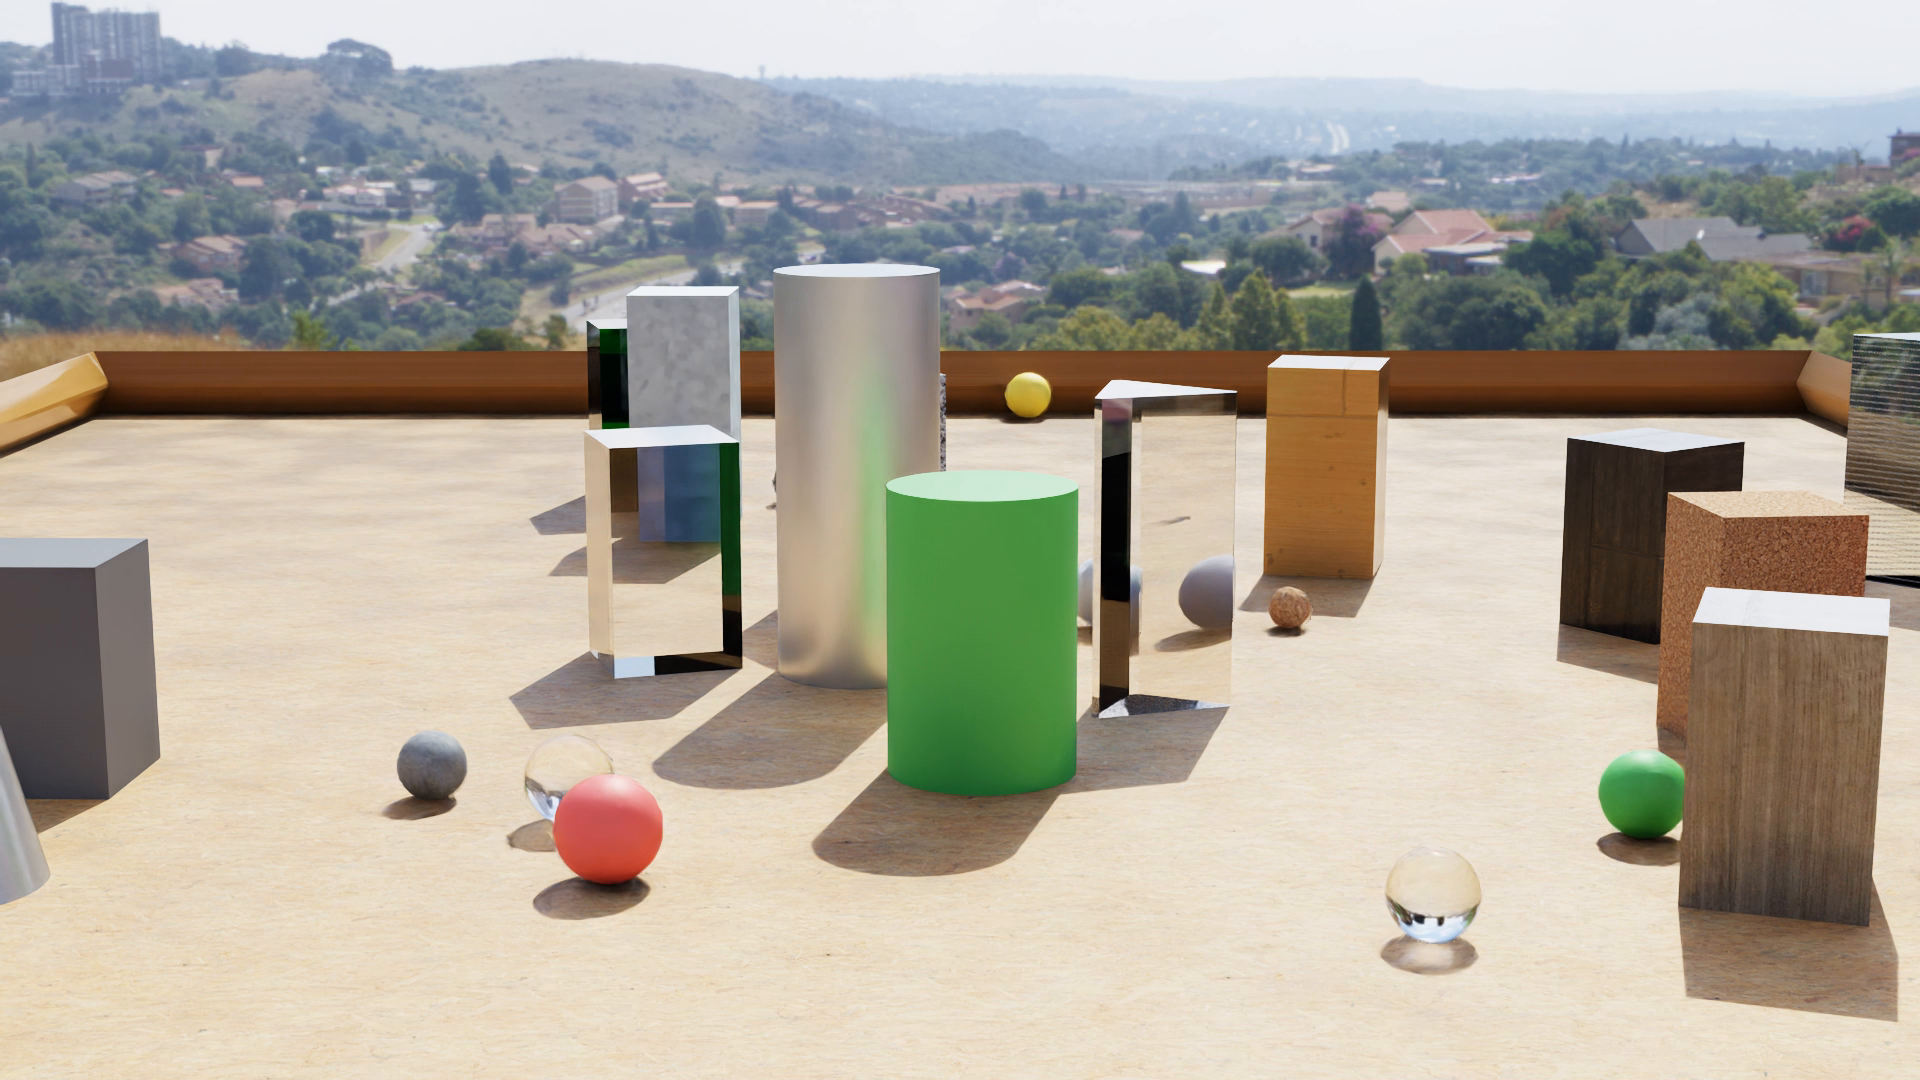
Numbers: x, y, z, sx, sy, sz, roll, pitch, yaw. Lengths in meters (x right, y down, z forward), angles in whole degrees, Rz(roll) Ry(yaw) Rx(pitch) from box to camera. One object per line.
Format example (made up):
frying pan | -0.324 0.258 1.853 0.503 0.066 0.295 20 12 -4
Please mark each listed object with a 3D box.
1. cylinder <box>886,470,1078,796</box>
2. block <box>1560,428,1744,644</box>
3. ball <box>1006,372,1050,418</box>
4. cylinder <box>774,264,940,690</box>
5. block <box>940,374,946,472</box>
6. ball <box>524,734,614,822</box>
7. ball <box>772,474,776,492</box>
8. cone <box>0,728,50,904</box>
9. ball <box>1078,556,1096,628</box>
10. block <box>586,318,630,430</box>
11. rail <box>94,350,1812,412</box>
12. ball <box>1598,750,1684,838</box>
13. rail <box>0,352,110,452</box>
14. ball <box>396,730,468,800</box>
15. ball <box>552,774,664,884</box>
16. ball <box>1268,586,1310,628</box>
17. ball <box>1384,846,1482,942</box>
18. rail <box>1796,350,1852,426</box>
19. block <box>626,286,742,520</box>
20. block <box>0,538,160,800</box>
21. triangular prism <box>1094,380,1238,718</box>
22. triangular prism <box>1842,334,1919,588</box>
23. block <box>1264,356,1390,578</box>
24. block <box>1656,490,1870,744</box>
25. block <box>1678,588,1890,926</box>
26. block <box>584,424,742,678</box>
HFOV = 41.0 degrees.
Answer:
cylinder | 0.023 0.092 2.661 0.198 0.302 0.198 0 10 0
block | 0.902 -0.009 3.351 0.158 0.248 0.158 -7 13 -35
ball | 0.142 -0.302 5.357 0.095 0.095 0.095 0 10 0
cylinder | -0.122 -0.080 3.084 0.198 0.487 0.198 0 10 0
block | -0.127 -0.068 3.476 0.158 0.320 0.158 -6 12 -30
ball | -0.380 0.232 2.491 0.087 0.087 0.087 0 10 0
ball | -0.280 -0.097 4.319 0.069 0.069 0.069 0 10 0
cone | -0.923 0.107 2.271 0.198 0.414 0.198 0 10 0
ball | 0.192 0.068 3.351 0.098 0.098 0.098 0 10 0
block | -0.540 -0.219 4.350 0.158 0.298 0.158 -3 11 -16
rail | -0.012 -0.333 5.425 3.645 0.129 0.045 0 10 0
ball | 0.652 0.242 2.446 0.085 0.085 0.085 0 10 0
rail | -1.799 0.035 3.439 0.045 0.129 4.067 0 10 0
ball | -0.530 0.226 2.574 0.070 0.070 0.070 0 10 0
ball | -0.317 0.260 2.311 0.099 0.099 0.099 0 10 0
ball | 0.431 0.089 3.358 0.055 0.055 0.055 0 10 0
ball | 0.398 0.298 2.157 0.081 0.081 0.081 0 10 0
rail | 1.799 0.031 3.459 0.045 0.129 4.067 0 10 0
block | -0.435 -0.207 4.069 0.158 0.376 0.158 0 10 1
block | -0.932 0.129 2.636 0.158 0.238 0.158 0 10 1
triangular prism | 0.208 0.004 2.965 0.171 0.363 0.148 -4 11 -20
triangular prism | 1.381 -0.118 3.664 0.148 0.349 0.171 -9 14 -41
block | 0.536 -0.110 3.751 0.158 0.301 0.158 3 11 14
block | 0.867 0.090 2.783 0.158 0.262 0.158 -1 11 -6
block | 0.731 0.187 2.273 0.158 0.255 0.158 4 11 20
block | -0.366 0.011 3.160 0.158 0.280 0.158 -4 11 -19
